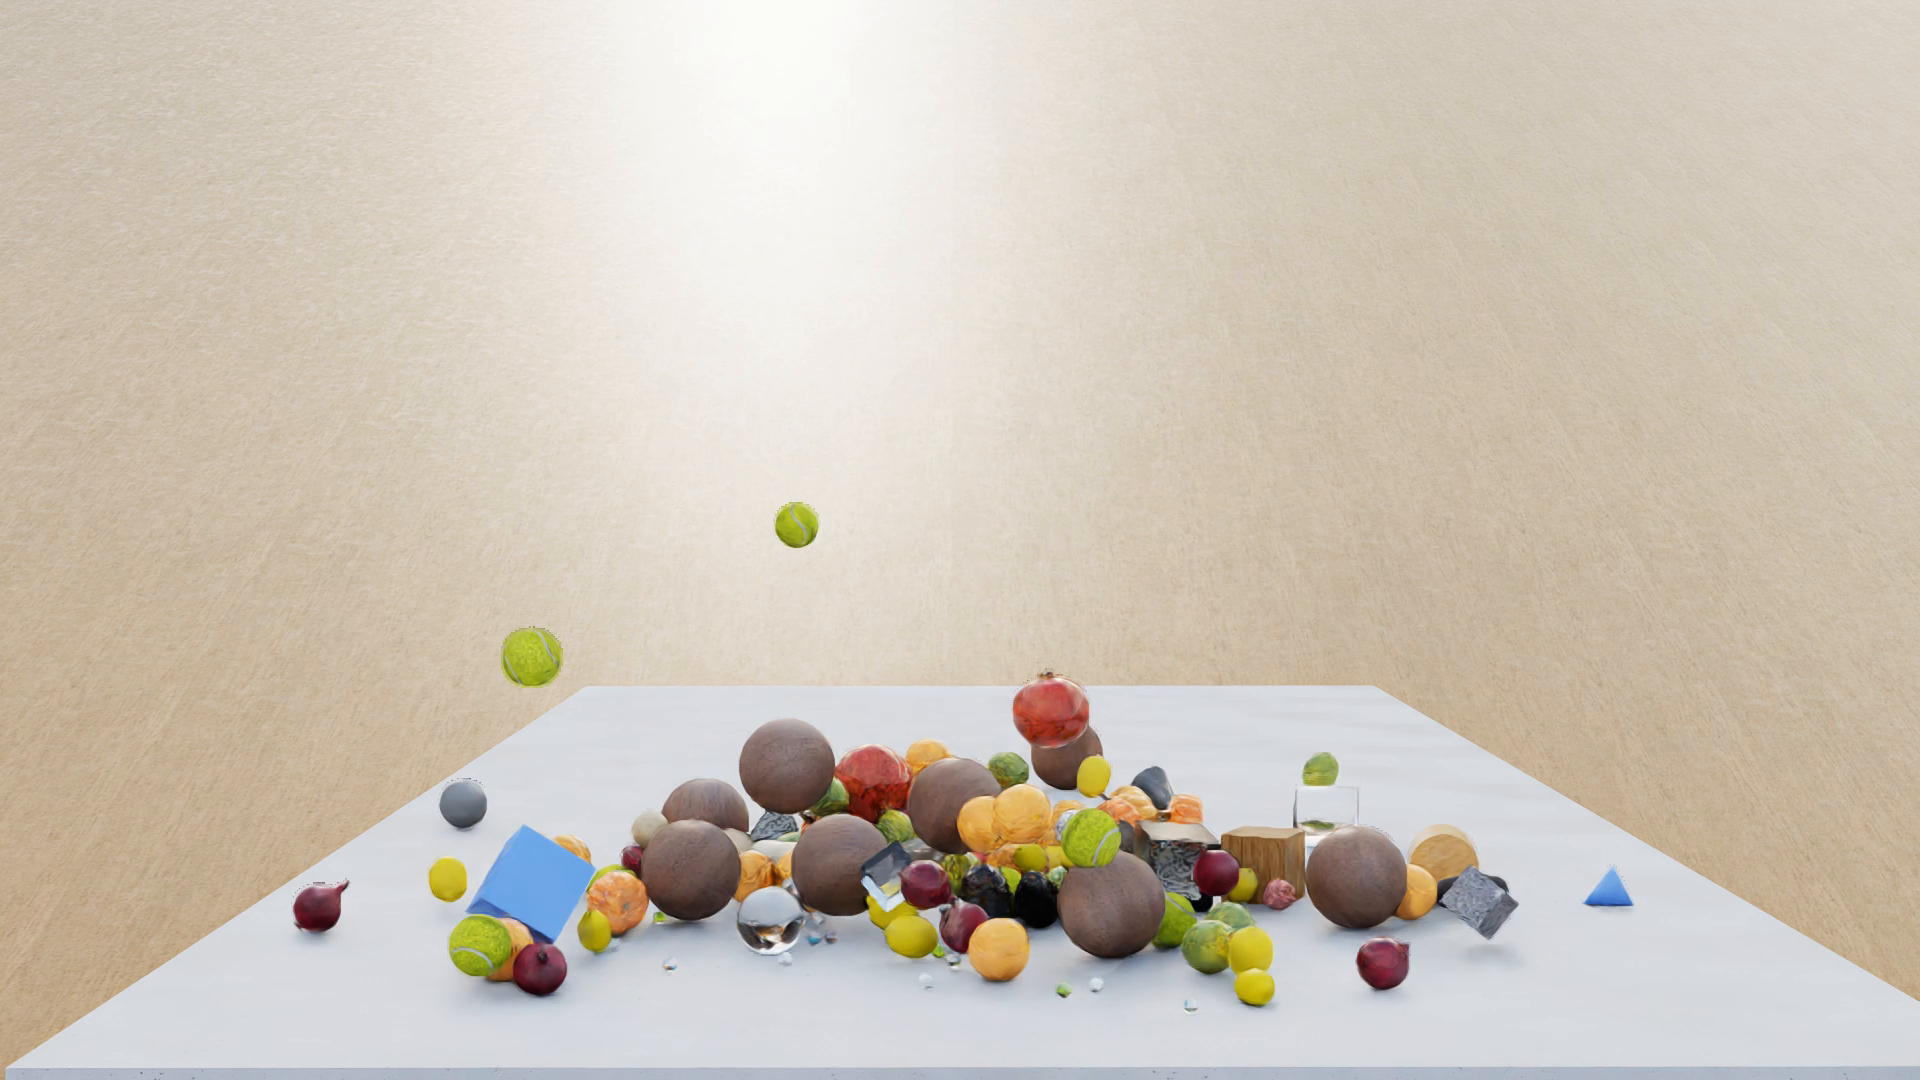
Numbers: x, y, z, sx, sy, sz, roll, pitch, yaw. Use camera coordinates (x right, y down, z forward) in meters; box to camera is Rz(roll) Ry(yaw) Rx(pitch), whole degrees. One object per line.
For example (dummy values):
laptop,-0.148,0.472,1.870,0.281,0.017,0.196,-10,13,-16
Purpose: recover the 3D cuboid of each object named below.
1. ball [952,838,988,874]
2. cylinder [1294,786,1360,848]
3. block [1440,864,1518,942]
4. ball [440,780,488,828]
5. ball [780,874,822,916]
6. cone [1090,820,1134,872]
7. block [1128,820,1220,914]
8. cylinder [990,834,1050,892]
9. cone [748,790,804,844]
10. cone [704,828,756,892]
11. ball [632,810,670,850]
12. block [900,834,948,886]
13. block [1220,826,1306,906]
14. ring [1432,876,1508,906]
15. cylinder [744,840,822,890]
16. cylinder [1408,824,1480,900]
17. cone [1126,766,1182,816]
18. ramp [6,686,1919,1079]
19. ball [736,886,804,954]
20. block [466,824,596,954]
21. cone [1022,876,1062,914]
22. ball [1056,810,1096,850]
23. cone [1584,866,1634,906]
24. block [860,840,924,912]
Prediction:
ball,0.014,0.452,3.680,0.051,0.051,0.051,0,24,0
cylinder,0.558,0.421,3.919,0.093,0.093,0.093,1,23,12
block,0.634,0.442,3.144,0.059,0.059,0.059,39,0,35
ball,-0.796,0.424,4.128,0.076,0.076,0.076,0,24,0
ball,-0.208,0.462,3.355,0.056,0.056,0.056,0,24,0
cone,0.218,0.458,3.706,0.082,0.082,0.082,-29,32,-15
block,0.282,0.431,3.403,0.094,0.094,0.094,5,8,-9
cylinder,0.083,0.445,3.549,0.071,0.071,0.071,-4,2,-9
cone,-0.266,0.408,3.767,0.098,0.098,0.098,2,63,5
cone,-0.327,0.462,3.567,0.090,0.090,0.090,15,37,31
ball,-0.430,0.404,3.586,0.054,0.054,0.054,0,24,0
block,-0.049,0.445,3.570,0.053,0.053,0.053,-16,10,-1
block,0.411,0.440,3.485,0.090,0.090,0.090,1,2,25
ring,0.670,0.462,3.384,0.100,0.033,0.100,-2,-17,-1
cylinder,-0.241,0.448,3.504,0.074,0.074,0.074,2,20,39
cylinder,0.655,0.438,3.492,0.092,0.092,0.092,4,3,8
cone,0.333,0.430,4.192,0.091,0.091,0.091,-16,31,-32
ramp,0.055,0.496,4.544,2.000,0.100,4.000,0,2,0
ball,-0.228,0.459,3.104,0.081,0.081,0.081,0,24,0
block,-0.505,0.412,3.030,0.099,0.099,0.099,33,64,-9
cone,0.108,0.477,3.400,0.053,0.053,0.053,0,66,-1
ball,0.154,0.384,3.415,0.054,0.054,0.054,0,24,0
cone,0.856,0.473,3.432,0.060,0.060,0.060,-27,22,10
block,-0.083,0.405,3.099,0.052,0.052,0.052,-33,68,-21
